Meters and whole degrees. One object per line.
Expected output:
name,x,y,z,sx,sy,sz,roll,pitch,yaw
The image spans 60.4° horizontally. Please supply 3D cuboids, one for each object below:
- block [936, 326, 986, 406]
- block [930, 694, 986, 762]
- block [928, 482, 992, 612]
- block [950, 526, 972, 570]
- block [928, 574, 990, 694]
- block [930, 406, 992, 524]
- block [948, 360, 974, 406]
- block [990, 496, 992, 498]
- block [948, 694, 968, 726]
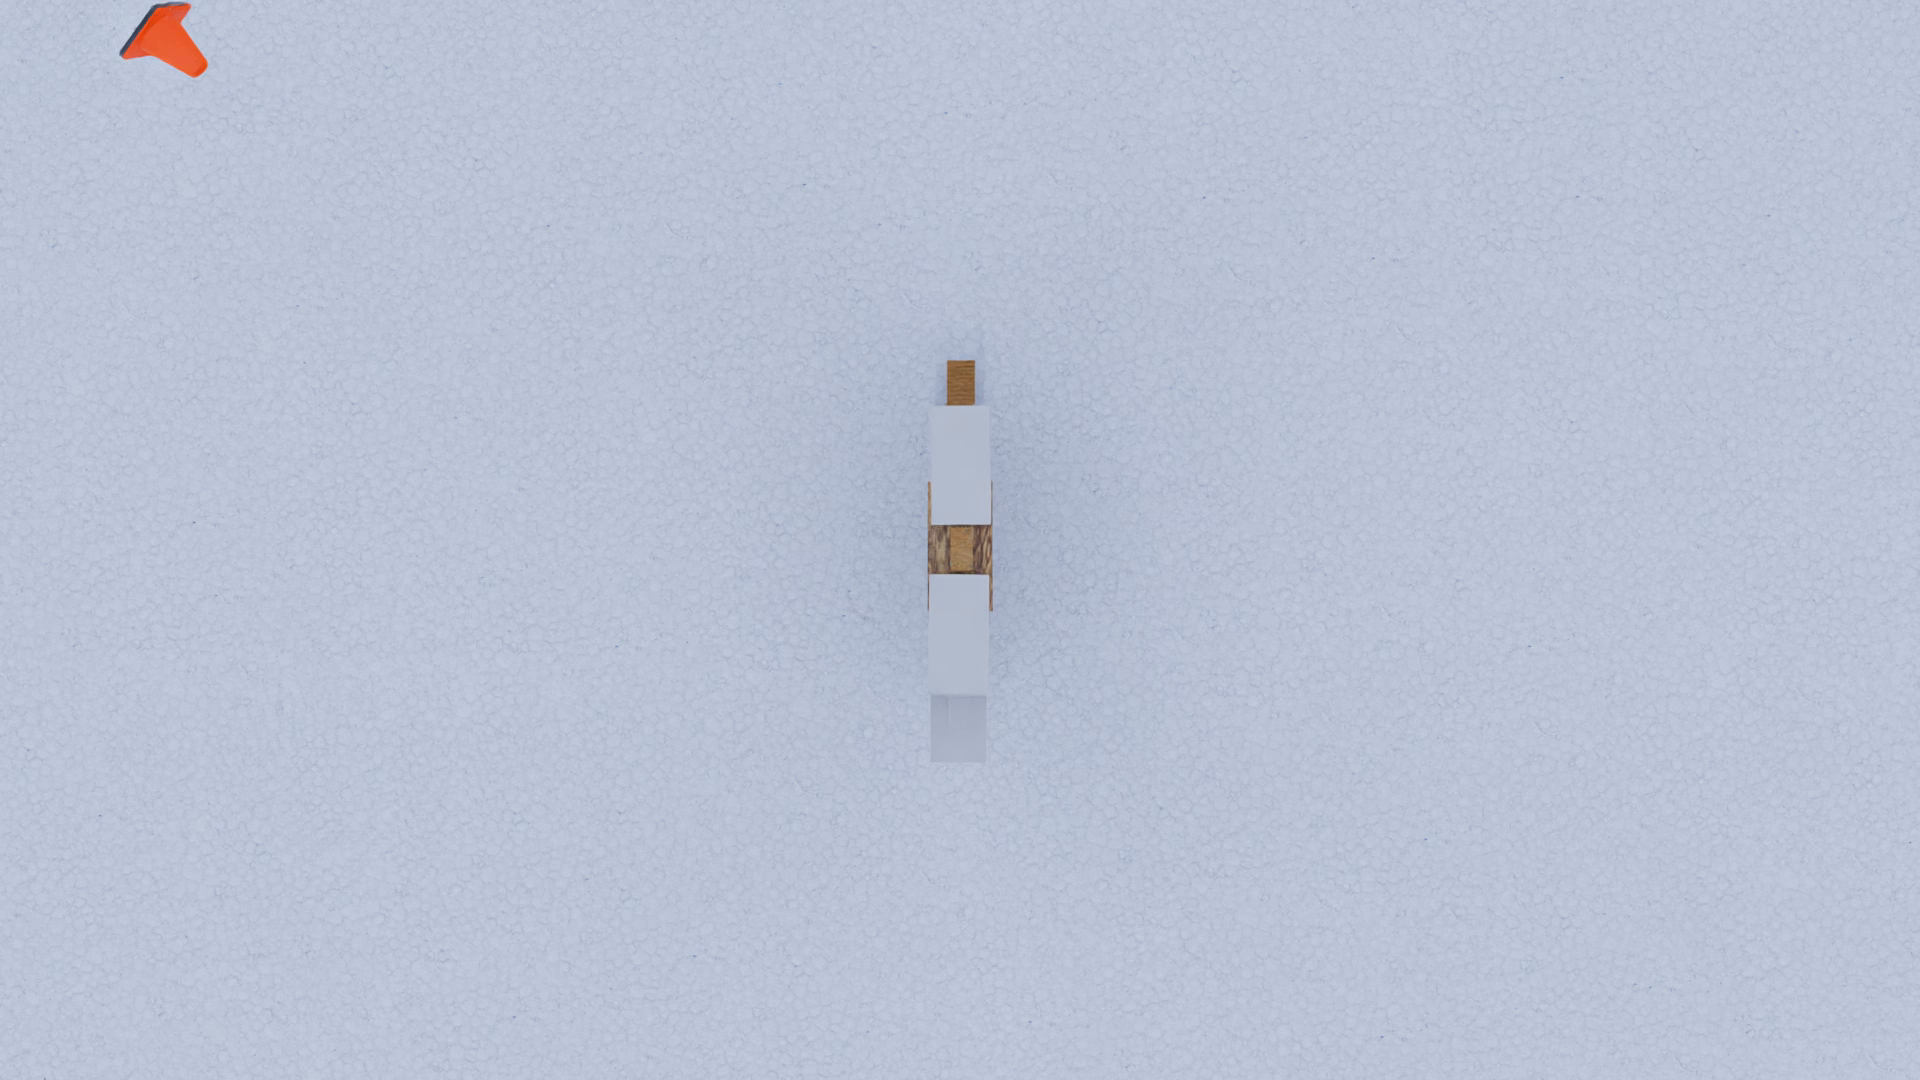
block,0.003,-0.469,4.765,0.144,0.041,0.287,-1,90,0
block,-0.004,0.459,4.573,0.155,0.044,0.310,0,90,0
block,0.000,0.017,4.513,0.176,0.050,0.352,0,90,0
block,0.004,0.023,4.365,0.058,0.016,0.115,-1,90,0
block,-0.003,0.237,4.166,0.150,0.043,0.301,1,90,0
block,0.002,-0.188,4.168,0.149,0.042,0.299,-1,90,0
block,0.003,-0.421,4.581,0.076,0.022,0.153,0,90,0
block,0.004,-0.089,4.338,0.149,0.299,0.042,0,90,0
block,-0.004,0.446,4.440,0.052,0.015,0.104,0,90,0
